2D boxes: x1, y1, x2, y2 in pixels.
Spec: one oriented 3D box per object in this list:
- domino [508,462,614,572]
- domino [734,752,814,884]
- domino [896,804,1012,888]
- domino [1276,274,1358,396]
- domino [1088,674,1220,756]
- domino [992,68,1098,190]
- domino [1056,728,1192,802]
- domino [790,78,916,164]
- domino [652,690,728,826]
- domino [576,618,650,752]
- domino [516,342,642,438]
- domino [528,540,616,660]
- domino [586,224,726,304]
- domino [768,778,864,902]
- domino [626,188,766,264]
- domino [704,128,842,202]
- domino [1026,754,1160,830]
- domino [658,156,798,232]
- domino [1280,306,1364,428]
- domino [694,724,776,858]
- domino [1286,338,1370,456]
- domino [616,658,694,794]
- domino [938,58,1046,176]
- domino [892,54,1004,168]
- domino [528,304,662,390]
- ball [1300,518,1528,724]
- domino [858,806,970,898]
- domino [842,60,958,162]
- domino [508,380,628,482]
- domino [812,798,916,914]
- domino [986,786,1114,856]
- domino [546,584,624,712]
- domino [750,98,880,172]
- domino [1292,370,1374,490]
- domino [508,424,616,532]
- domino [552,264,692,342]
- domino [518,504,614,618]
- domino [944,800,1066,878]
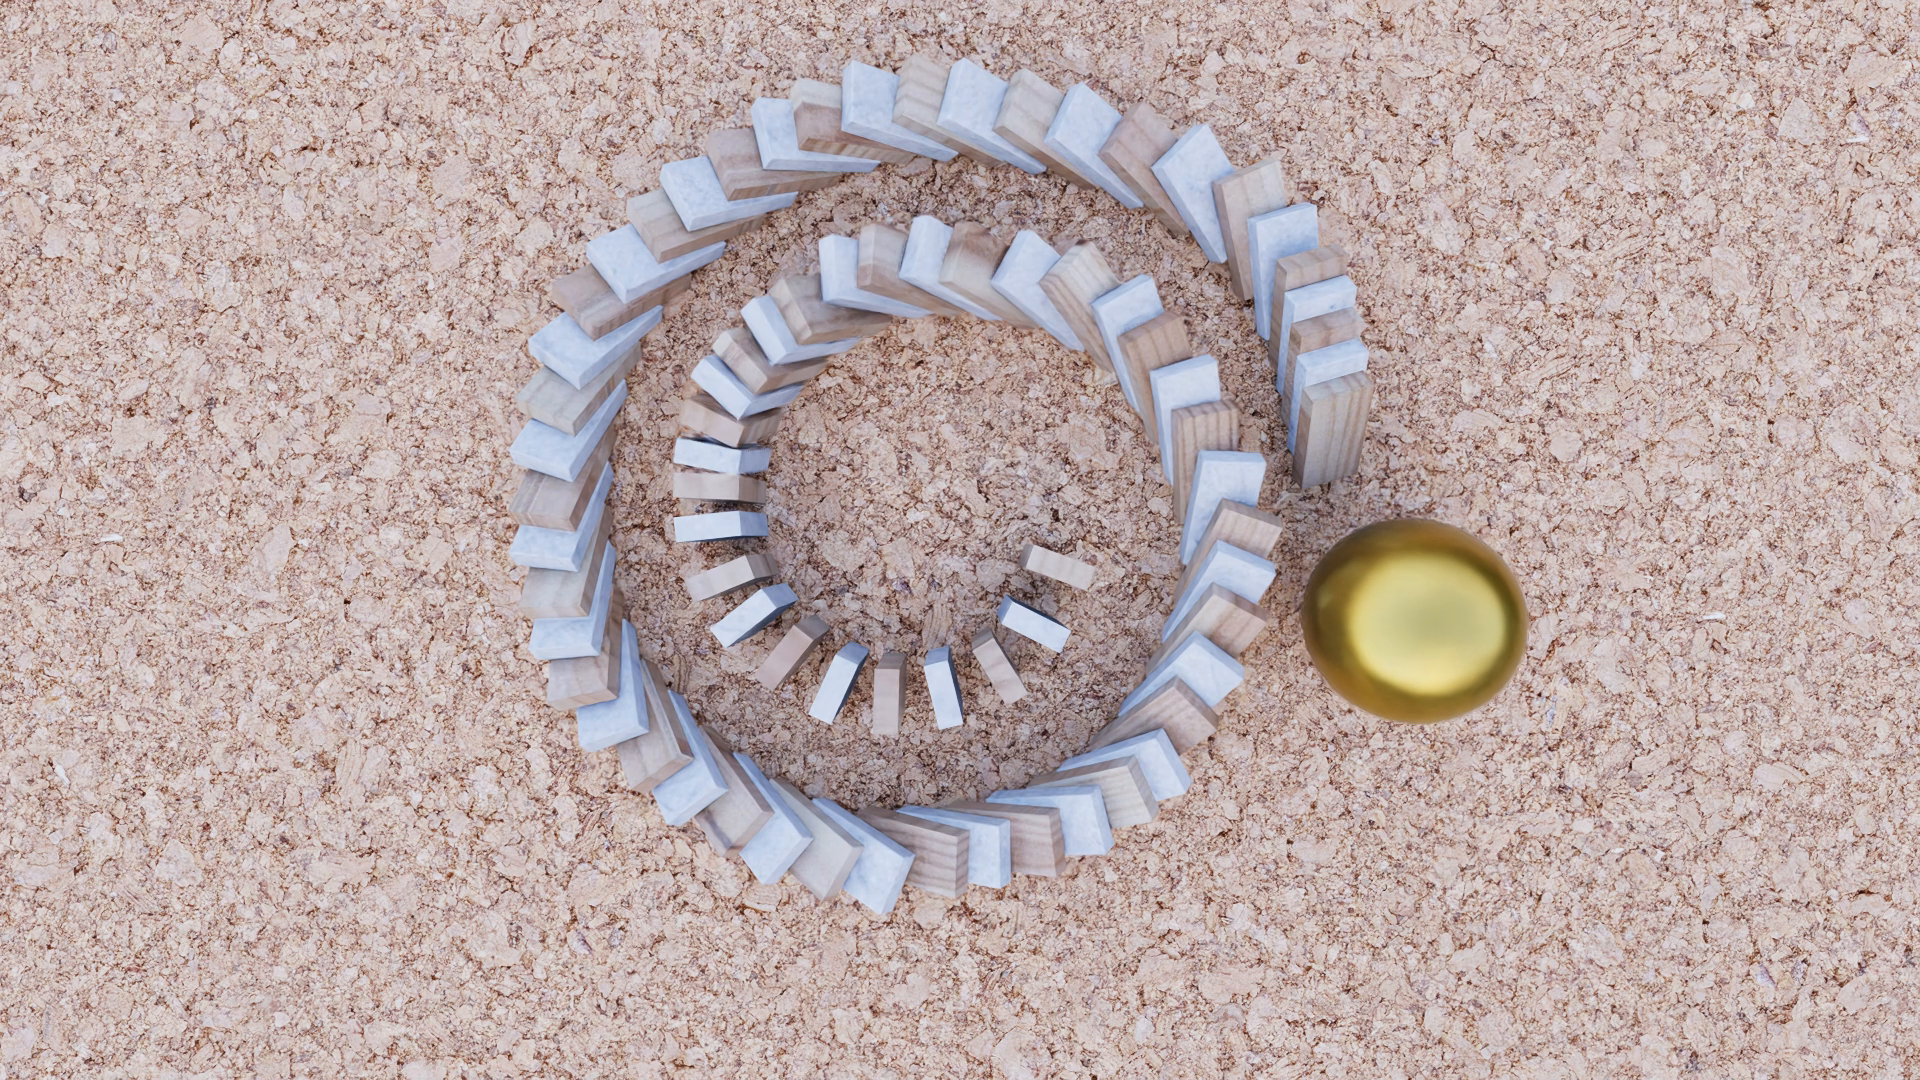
[{"bbox_3d":[-0.165,-0.012,0.382,0.025,0.010,0.050,6,57,0],"label":"domino"},{"bbox_3d":[-0.086,0.116,0.384,0.050,0.010,0.025,40,90,30],"label":"domino"},{"bbox_3d":[-0.003,0.128,0.383,0.050,0.009,0.025,-2,90,31],"label":"domino"},{"bbox_3d":[0.146,-0.082,0.378,0.025,0.050,0.009,-16,48,0],"label":"domino"},{"bbox_3d":[0.081,0.081,0.383,0.025,0.010,0.050,45,121,0],"label":"domino"},{"bbox_3d":[0.040,-0.171,0.384,0.050,0.010,0.025,21,90,-28],"label":"domino"},{"bbox_3d":[0.068,0.098,0.382,0.050,0.010,0.025,-29,90,34],"label":"domino"},{"bbox_3d":[-0.044,-0.174,0.382,0.050,0.010,0.025,-7,87,-33],"label":"domino"},{"bbox_3d":[-0.120,0.091,0.384,0.025,0.010,0.050,-37,61,0],"label":"domino"},{"bbox_3d":[-0.147,0.060,0.383,0.025,0.010,0.050,-20,59,0],"label":"domino"},{"bbox_3d":[-0.158,-0.069,0.383,0.025,0.010,0.050,25,58,0],"label":"domino"},{"bbox_3d":[-0.161,0.025,0.382,0.025,0.010,0.050,-5,56,0],"label":"domino"},{"bbox_3d":[-0.127,-0.121,0.383,0.050,0.009,0.025,-39,90,-30],"label":"domino"},{"bbox_3d":[-0.066,0.125,0.384,0.050,0.009,0.025,30,90,29],"label":"domino"},{"bbox_3d":[-0.110,-0.137,0.384,0.050,0.010,0.025,-32,90,-29],"label":"domino"},{"bbox_3d":[-0.078,-0.159,0.383,0.050,0.010,0.025,-22,90,-31],"label":"domino"},{"bbox_3d":[0.055,0.108,0.381,0.050,0.010,0.025,-23,93,34],"label":"domino"},{"bbox_3d":[-0.096,-0.148,0.382,0.050,0.009,0.025,-28,88,-32],"label":"domino"},{"bbox_3d":[0.148,-0.070,0.378,0.025,0.050,0.009,-16,48,0],"label":"domino"},{"bbox_3d":[-0.102,0.105,0.383,0.025,0.010,0.050,-48,61,1],"label":"domino"},{"bbox_3d":[0.151,-0.057,0.378,0.025,0.050,0.009,-16,48,0],"label":"domino"},{"bbox_3d":[-0.132,0.077,0.383,0.025,0.010,0.050,-35,58,1],"label":"domino"},{"bbox_3d":[0.017,-0.176,0.383,0.050,0.009,0.025,15,90,-31],"label":"domino"},{"bbox_3d":[-0.002,-0.178,0.383,0.050,0.010,0.025,11,90,-31],"label":"domino"},{"bbox_3d":[-0.151,-0.088,0.383,0.025,0.009,0.050,36,58,1],"label":"domino"},{"bbox_3d":[0.176,0.031,0.360,0.080,0.080,0.080,0,90,0],"label":"ball"},{"bbox_3d":[-0.020,0.129,0.382,0.050,0.009,0.025,4,93,31],"label":"domino"},{"bbox_3d":[-0.024,-0.178,0.382,0.050,0.009,0.025,3,87,-32],"label":"domino"},{"bbox_3d":[-0.162,-0.050,0.383,0.025,0.009,0.050,18,58,0],"label":"domino"},{"bbox_3d":[-0.045,0.131,0.384,0.050,0.010,0.025,23,91,29],"label":"domino"},{"bbox_3d":[0.037,0.117,0.382,0.050,0.010,0.025,-13,93,33],"label":"domino"},{"bbox_3d":[-0.155,0.044,0.382,0.025,0.010,0.050,-13,56,2],"label":"domino"},{"bbox_3d":[-0.060,-0.168,0.383,0.050,0.010,0.025,-13,90,-33],"label":"domino"},{"bbox_3d":[0.153,-0.044,0.378,0.025,0.050,0.010,-16,48,0],"label":"domino"},{"bbox_3d":[-0.165,-0.028,0.382,0.025,0.010,0.050,8,57,1],"label":"domino"},{"bbox_3d":[-0.141,-0.106,0.383,0.025,0.009,0.050,47,59,0],"label":"domino"},{"bbox_3d":[-0.163,0.008,0.382,0.025,0.009,0.050,-2,56,2],"label":"domino"},{"bbox_3d":[0.018,0.124,0.382,0.050,0.009,0.025,-6,92,32],"label":"domino"}]
